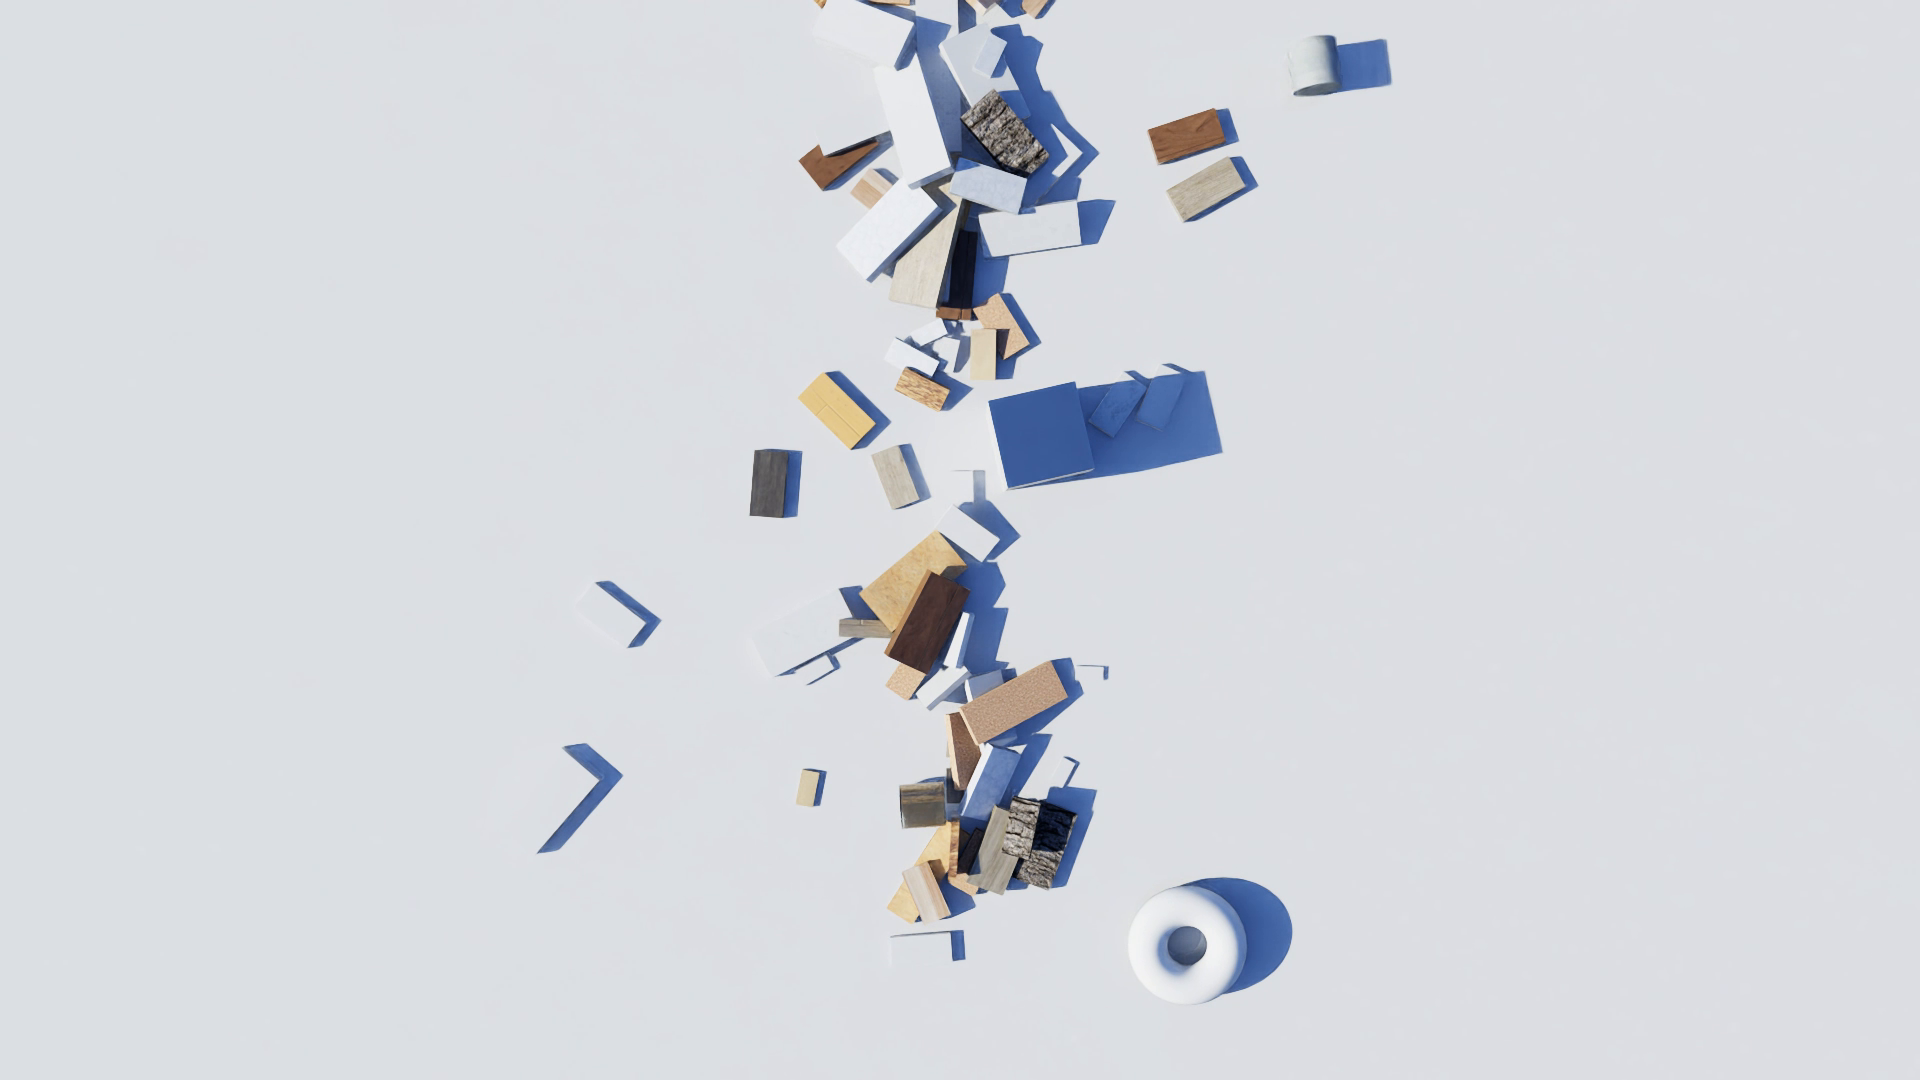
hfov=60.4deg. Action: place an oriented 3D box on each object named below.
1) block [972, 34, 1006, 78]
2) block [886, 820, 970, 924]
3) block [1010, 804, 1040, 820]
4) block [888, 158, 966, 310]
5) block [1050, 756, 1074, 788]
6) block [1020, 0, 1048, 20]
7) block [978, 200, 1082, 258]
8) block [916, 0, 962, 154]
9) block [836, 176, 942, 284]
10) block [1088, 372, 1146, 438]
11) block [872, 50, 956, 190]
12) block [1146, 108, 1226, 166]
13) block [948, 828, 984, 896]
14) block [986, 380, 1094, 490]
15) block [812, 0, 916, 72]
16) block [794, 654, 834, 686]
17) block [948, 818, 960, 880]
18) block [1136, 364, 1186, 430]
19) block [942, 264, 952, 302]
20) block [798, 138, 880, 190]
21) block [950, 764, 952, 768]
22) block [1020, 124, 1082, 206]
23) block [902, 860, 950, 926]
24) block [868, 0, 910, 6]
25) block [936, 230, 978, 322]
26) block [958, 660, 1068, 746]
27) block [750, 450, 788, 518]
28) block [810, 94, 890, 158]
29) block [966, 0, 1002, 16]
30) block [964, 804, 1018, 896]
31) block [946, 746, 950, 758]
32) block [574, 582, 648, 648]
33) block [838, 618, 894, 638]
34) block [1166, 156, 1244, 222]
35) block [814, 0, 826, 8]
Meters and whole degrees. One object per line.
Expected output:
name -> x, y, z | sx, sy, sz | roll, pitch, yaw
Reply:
block -> 0.098, -1.592, 5.421 | 0.064, 0.018, 0.129 | 26, 85, -9
block -> -0.105, 1.102, 5.486 | 0.101, 0.029, 0.354 | 33, 90, 0
block -> 0.215, 0.899, 5.456 | 0.093, 0.046, 0.013 | 42, 117, 32
block -> -0.094, -1.011, 5.418 | 0.168, 0.048, 0.493 | 13, 88, 18
block -> 0.341, 0.774, 5.493 | 0.046, 0.013, 0.093 | 28, 90, 0
block -> 0.303, -1.860, 5.491 | 0.064, 0.018, 0.262 | 37, 90, 0
block -> 0.231, -1.030, 5.456 | 0.324, 0.041, 0.143 | -8, 111, 0
block -> -0.072, -1.578, 5.480 | 0.139, 0.039, 0.584 | -2, 90, 0
block -> -0.233, -1.024, 5.416 | 0.337, 0.048, 0.168 | -44, 70, 12
block -> 0.525, -0.451, 5.486 | 0.099, 0.028, 0.199 | 34, 90, 0
block -> -0.152, -1.375, 5.393 | 0.156, 0.044, 0.449 | -21, 72, 15
block -> 0.752, -1.341, 5.483 | 0.235, 0.033, 0.117 | -18, 90, 0
block -> 0.050, 1.071, 5.486 | 0.101, 0.029, 0.202 | 29, 90, 0
block -> 0.258, -0.333, 5.358 | 0.284, 0.284, 0.284 | -13, 90, 0
block -> -0.316, -1.678, 5.441 | 0.312, 0.044, 0.156 | 25, 90, 14
block -> -0.484, 0.431, 5.492 | 0.117, 0.017, 0.059 | -30, 90, 0
block -> -0.020, 1.015, 5.424 | 0.027, 0.095, 0.189 | 3, 90, 0
block -> 0.669, -0.474, 5.486 | 0.099, 0.028, 0.199 | 23, 90, 0
block -> -0.089, -0.908, 5.457 | 0.116, 0.033, 0.232 | 4, 90, 17
block -> -0.403, -1.286, 5.483 | 0.245, 0.035, 0.122 | -39, 90, 0
block -> -0.003, 0.746, 5.492 | 0.059, 0.017, 0.117 | 1, 90, 0
block -> 0.254, -1.228, 5.480 | 0.143, 0.041, 0.286 | 44, 90, 0
block -> -0.112, 1.169, 5.458 | 0.095, 0.027, 0.189 | -24, 90, 0
block -> -0.234, -1.819, 5.490 | 0.136, 0.019, 0.068 | 4, 90, 0
block -> -0.010, -0.880, 5.484 | 0.116, 0.033, 0.294 | 5, 90, 0
block -> 0.176, 0.536, 5.432 | 0.344, 0.038, 0.134 | -27, 93, -15
block -> -0.636, -0.185, 5.484 | 0.110, 0.031, 0.220 | 4, 90, 0
block -> -0.356, -1.367, 5.448 | 0.245, 0.035, 0.122 | -21, 90, 0
block -> 0.024, -1.873, 5.451 | 0.277, 0.039, 0.139 | 44, 63, 0
block -> 0.129, 1.026, 5.452 | 0.134, 0.038, 0.268 | 22, 91, -10
block -> -0.012, 0.666, 5.478 | 0.059, 0.017, 0.117 | 6, 82, 1
block -> -1.162, 0.251, 5.484 | 0.220, 0.031, 0.110 | 38, 90, 0
block -> -0.259, 0.296, 5.460 | 0.287, 0.017, 0.059 | 3, 84, -12
block -> 0.815, -1.166, 5.483 | 0.235, 0.033, 0.117 | -29, 90, 0
block -> -0.426, -1.854, 5.490 | 0.169, 0.019, 0.068 | -45, 90, 0
